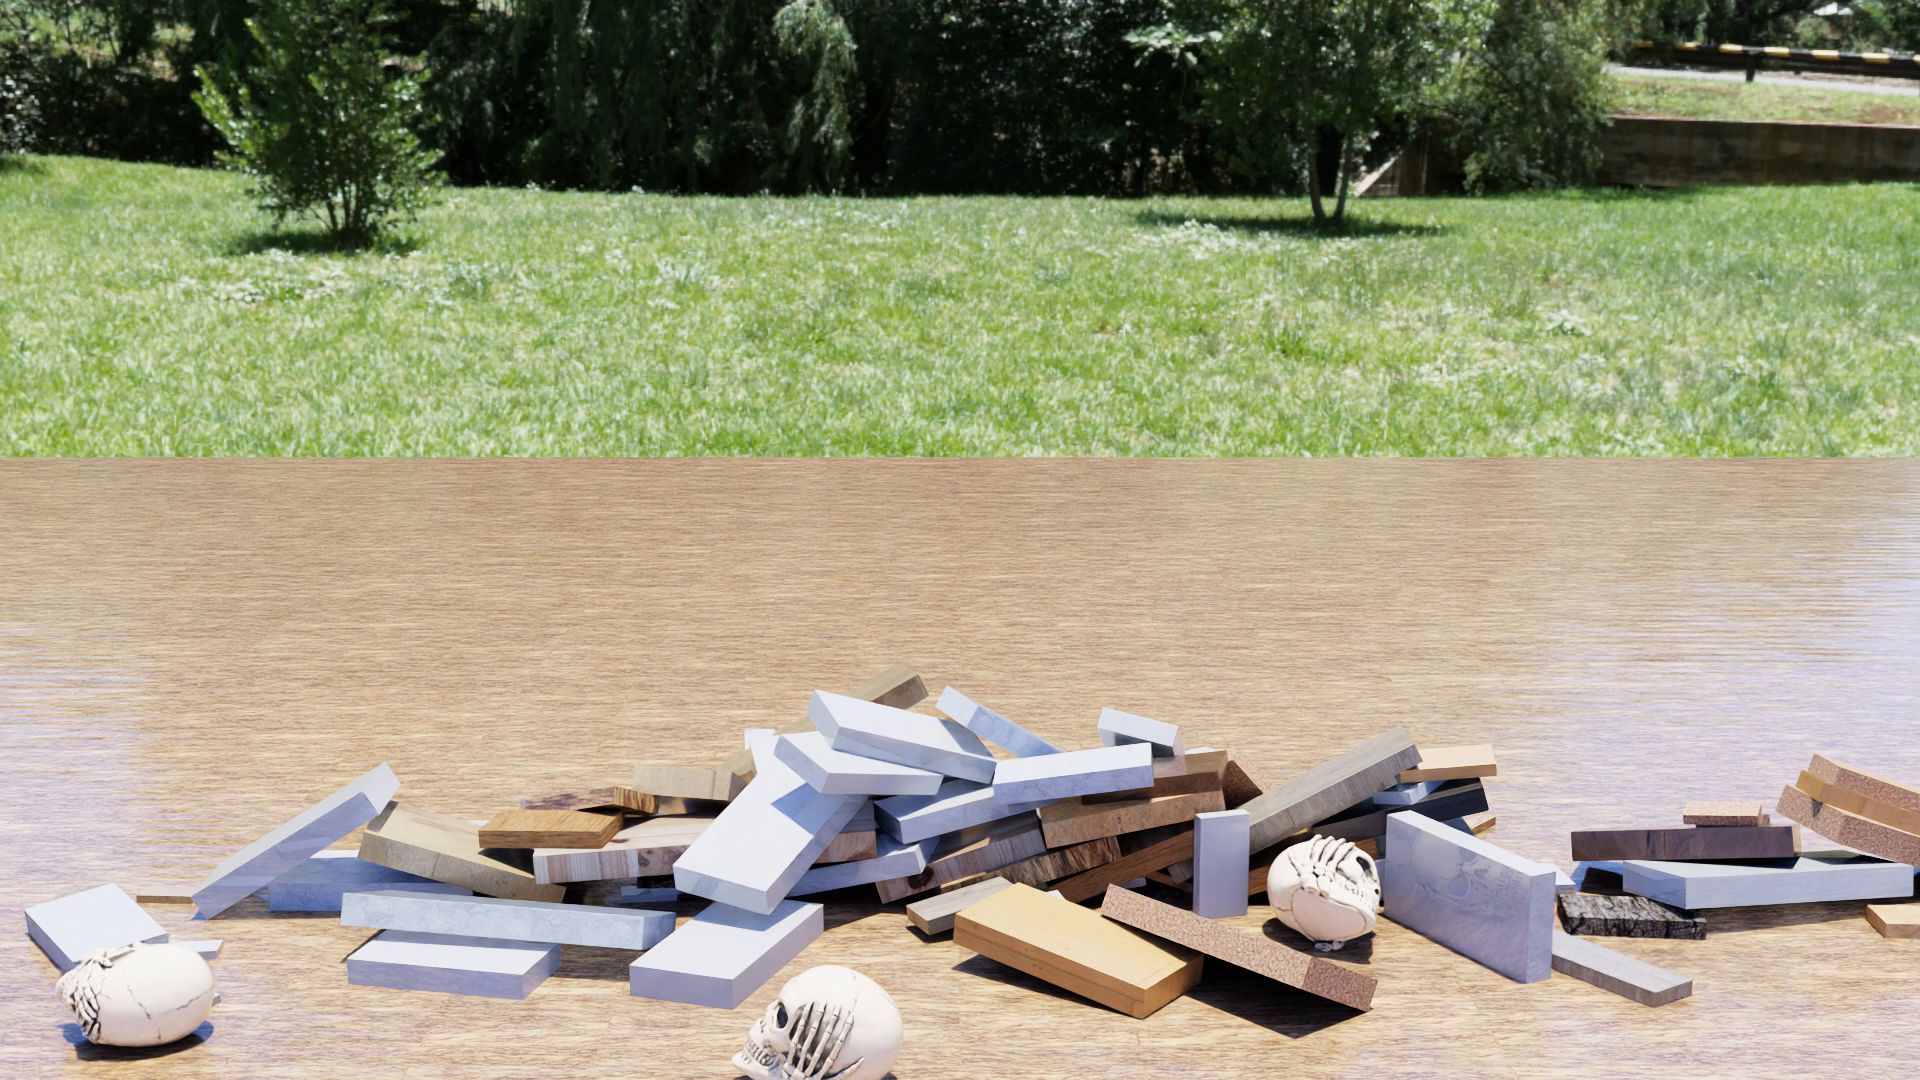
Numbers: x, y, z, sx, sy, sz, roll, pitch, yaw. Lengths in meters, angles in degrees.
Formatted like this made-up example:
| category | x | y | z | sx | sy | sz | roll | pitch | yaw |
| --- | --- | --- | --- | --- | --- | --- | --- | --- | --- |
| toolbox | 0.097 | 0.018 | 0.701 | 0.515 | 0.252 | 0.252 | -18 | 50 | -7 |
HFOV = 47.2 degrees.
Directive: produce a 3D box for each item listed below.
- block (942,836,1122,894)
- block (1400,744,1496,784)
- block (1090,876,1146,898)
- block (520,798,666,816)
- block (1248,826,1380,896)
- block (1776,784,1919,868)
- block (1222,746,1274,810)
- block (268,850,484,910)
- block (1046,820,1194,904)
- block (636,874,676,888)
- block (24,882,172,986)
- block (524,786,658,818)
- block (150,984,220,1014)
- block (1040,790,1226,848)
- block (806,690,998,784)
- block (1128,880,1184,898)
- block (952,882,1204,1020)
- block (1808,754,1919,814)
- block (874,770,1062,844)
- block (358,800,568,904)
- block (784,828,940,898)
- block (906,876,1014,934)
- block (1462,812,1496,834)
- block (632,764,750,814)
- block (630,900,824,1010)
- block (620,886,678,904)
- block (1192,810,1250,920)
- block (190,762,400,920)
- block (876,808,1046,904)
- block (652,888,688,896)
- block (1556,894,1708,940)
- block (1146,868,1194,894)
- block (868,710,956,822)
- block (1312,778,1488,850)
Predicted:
| category | x | y | z | sx | sy | sz | roll | pitch | yaw |
| --- | --- | --- | --- | --- | --- | --- | --- | --- | --- |
| block | 0.116 | 0.528 | 3.648 | 0.296 | 0.042 | 0.148 | -17 | 10 | 3 |
| block | 0.800 | 0.368 | 3.620 | 0.154 | 0.022 | 0.077 | -5 | 19 | 8 |
| block | 0.254 | 0.570 | 3.663 | 0.104 | 0.015 | 0.052 | -12 | 11 | -2 |
| block | -0.654 | 0.483 | 3.946 | 0.261 | 0.037 | 0.131 | -5 | -7 | 40 |
| block | 0.547 | 0.530 | 3.669 | 0.281 | 0.040 | 0.140 | -16 | 9 | 3 |
| block | 1.573 | 0.503 | 3.696 | 0.348 | 0.049 | 0.174 | 17 | 6 | -14 |
| block | 0.493 | 0.453 | 3.757 | 0.115 | 0.230 | 0.033 | -24 | 28 | 39 |
| block | -0.960 | 0.567 | 3.666 | 0.332 | 0.047 | 0.166 | 0 | 11 | 0 |
| block | 0.286 | 0.516 | 3.650 | 0.296 | 0.042 | 0.148 | -22 | 10 | 4 |
| block | -0.487 | 0.562 | 3.640 | 0.092 | 0.013 | 0.046 | -1 | 11 | -3 |
| block | -1.341 | 0.609 | 3.415 | 0.140 | 0.040 | 0.281 | -15 | 17 | -34 |
| block | -0.621 | 0.450 | 3.701 | 0.210 | 0.030 | 0.105 | -12 | -22 | 34 |
| block | -1.131 | 0.669 | 3.209 | 0.093 | 0.013 | 0.046 | 5 | 12 | 25 |
| block | 0.281 | 0.437 | 3.630 | 0.296 | 0.042 | 0.148 | -11 | 10 | 1 |
| block | -0.097 | 0.327 | 3.660 | 0.293 | 0.042 | 0.147 | 15 | 14 | -25 |
| block | 0.315 | 0.583 | 3.667 | 0.104 | 0.015 | 0.052 | -1 | 11 | -5 |
| block | 0.176 | 0.612 | 3.301 | 0.338 | 0.048 | 0.169 | 16 | 18 | 33 |
| block | 1.558 | 0.420 | 3.697 | 0.227 | 0.032 | 0.113 | 19 | 6 | -2 |
| block | 0.012 | 0.437 | 3.669 | 0.283 | 0.040 | 0.141 | -13 | 10 | -18 |
| block | -0.810 | 0.519 | 3.626 | 0.332 | 0.047 | 0.166 | 17 | 10 | -9 |
| block | -0.187 | 0.531 | 3.653 | 0.283 | 0.040 | 0.141 | -12 | 12 | 15 |
| block | 0.009 | 0.582 | 3.505 | 0.169 | 0.024 | 0.085 | -14 | 13 | -22 |
| block | 0.925 | 0.519 | 4.008 | 0.056 | 0.016 | 0.113 | 9 | 14 | 39 |
| block | -0.431 | 0.456 | 3.831 | 0.172 | 0.049 | 0.344 | 2 | -17 | 13 |
| block | -0.351 | 0.623 | 3.359 | 0.167 | 0.047 | 0.334 | 4 | 11 | 19 |
| block | -0.516 | 0.587 | 3.651 | 0.092 | 0.013 | 0.046 | -2 | 11 | -9 |
| block | 0.422 | 0.525 | 3.551 | 0.086 | 0.172 | 0.024 | -3 | 11 | -18 |
| block | -1.087 | 0.492 | 3.612 | 0.332 | 0.047 | 0.166 | -31 | 10 | 4 |
| block | 0.001 | 0.519 | 3.656 | 0.283 | 0.040 | 0.141 | -19 | 10 | 3 |
| block | -0.465 | 0.574 | 3.649 | 0.092 | 0.013 | 0.046 | -2 | 11 | -13 |
| block | 1.073 | 0.603 | 3.518 | 0.213 | 0.030 | 0.107 | 1 | 11 | 6 |
| block | 0.346 | 0.560 | 3.664 | 0.104 | 0.015 | 0.052 | 20 | 8 | -3 |
| block | -0.125 | 0.408 | 3.929 | 0.166 | 0.047 | 0.332 | -16 | 16 | 23 |
| block | 0.724 | 0.440 | 3.644 | 0.281 | 0.040 | 0.140 | -15 | 10 | 9 |
